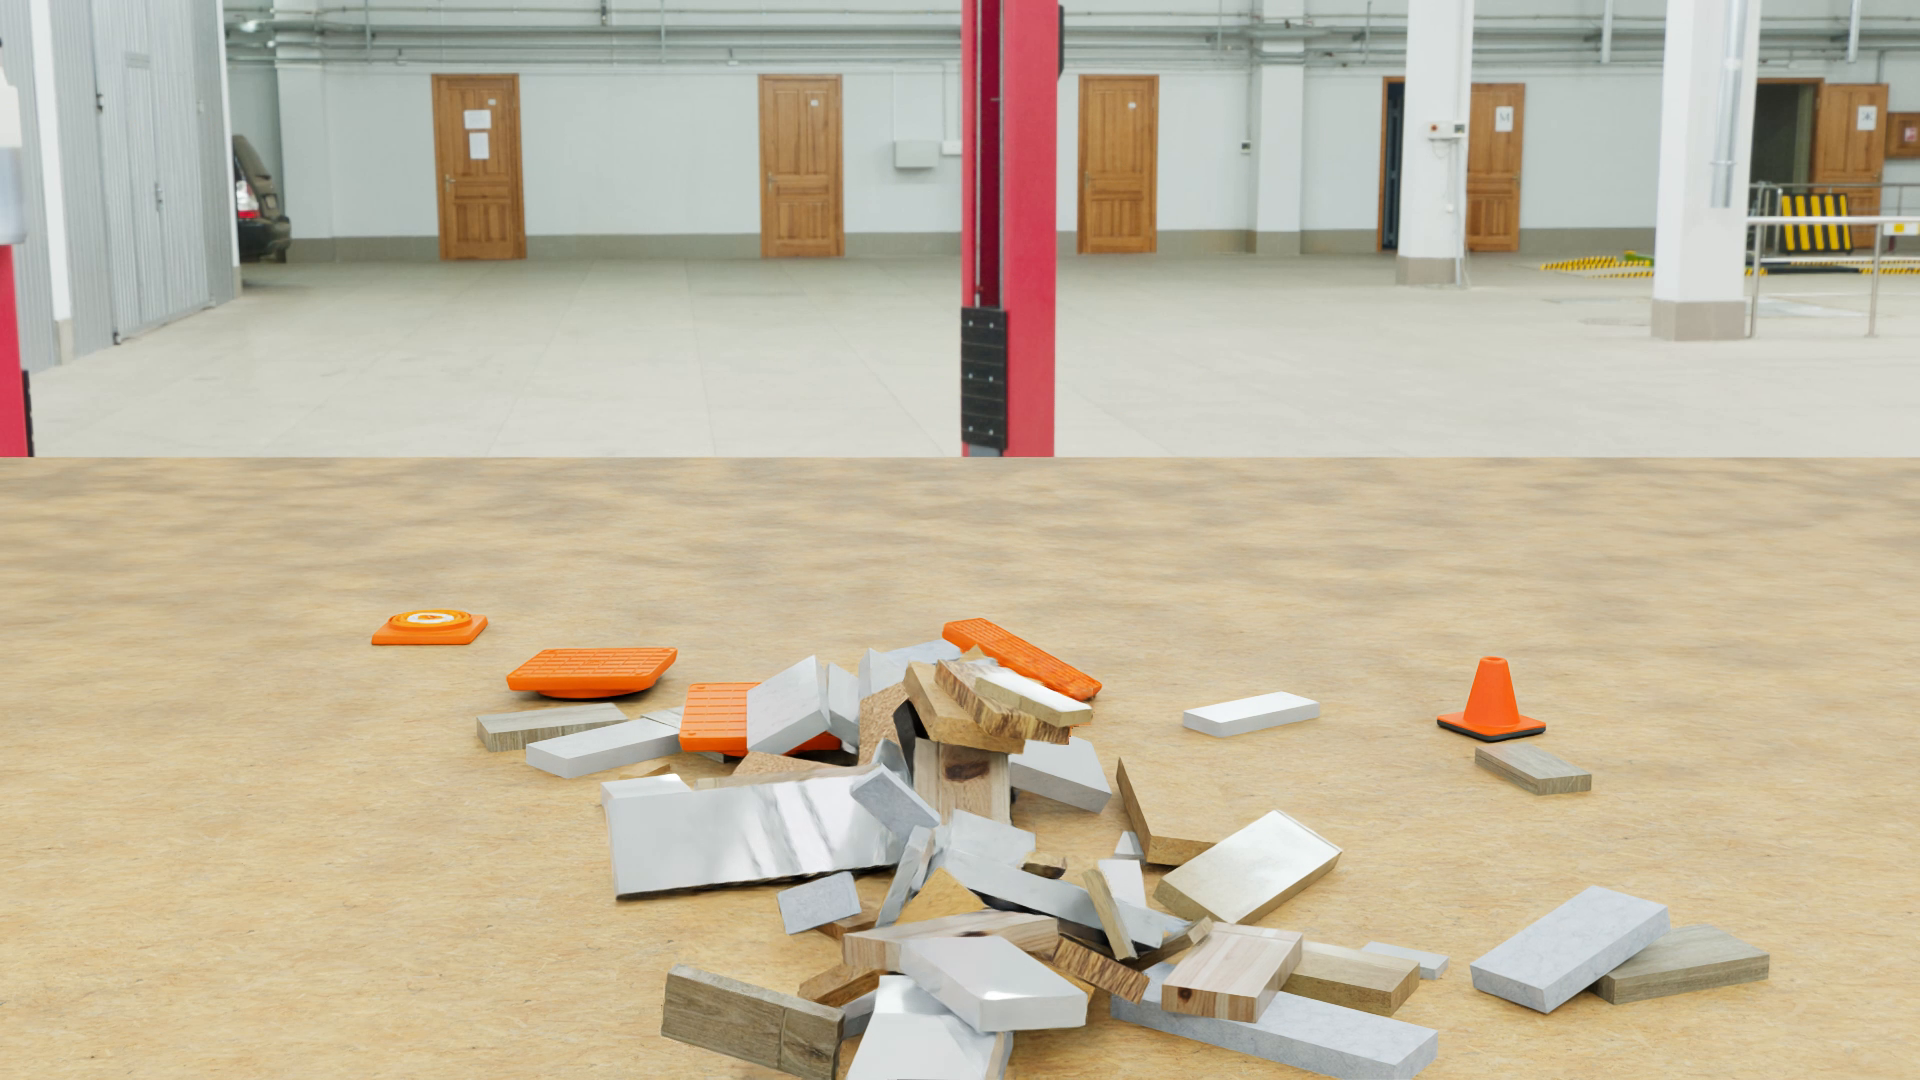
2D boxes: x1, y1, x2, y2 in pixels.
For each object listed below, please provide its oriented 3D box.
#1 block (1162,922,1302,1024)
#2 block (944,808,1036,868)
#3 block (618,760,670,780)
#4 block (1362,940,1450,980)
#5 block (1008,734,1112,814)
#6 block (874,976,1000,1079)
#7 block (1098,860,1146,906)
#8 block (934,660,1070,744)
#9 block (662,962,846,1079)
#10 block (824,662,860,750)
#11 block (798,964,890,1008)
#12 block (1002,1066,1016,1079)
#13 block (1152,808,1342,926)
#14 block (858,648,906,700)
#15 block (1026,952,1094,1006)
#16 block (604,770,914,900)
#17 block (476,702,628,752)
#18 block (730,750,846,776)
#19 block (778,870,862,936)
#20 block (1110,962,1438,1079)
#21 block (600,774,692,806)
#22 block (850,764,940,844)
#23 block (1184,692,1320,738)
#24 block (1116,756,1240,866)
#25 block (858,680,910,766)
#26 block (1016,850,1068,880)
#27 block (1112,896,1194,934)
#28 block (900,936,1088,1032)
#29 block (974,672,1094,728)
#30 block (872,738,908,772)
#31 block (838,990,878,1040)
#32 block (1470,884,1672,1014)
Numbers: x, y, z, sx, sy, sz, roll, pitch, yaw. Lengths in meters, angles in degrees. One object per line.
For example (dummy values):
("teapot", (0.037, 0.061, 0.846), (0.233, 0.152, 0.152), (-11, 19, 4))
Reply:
("block", (0.396, 0.622, 3.177), (0.136, 0.039, 0.272), (4, 11, 22))
("block", (0.043, 0.536, 3.453), (0.140, 0.040, 0.280), (18, 26, -6))
("block", (-0.623, 0.457, 4.343), (0.052, 0.015, 0.104), (5, 12, 26))
("block", (0.674, 0.640, 3.349), (0.125, 0.018, 0.063), (6, 12, 30))
("block", (0.107, 0.395, 4.099), (0.340, 0.048, 0.170), (20, 23, -21))
("block", (-0.030, 0.600, 2.568), (0.150, 0.043, 0.301), (-2, 17, 4))
("block", (0.263, 0.583, 3.545), (0.069, 0.020, 0.313), (-1, 13, 2))
("block", (0.069, 0.275, 3.760), (0.140, 0.040, 0.280), (8, 12, -23))
("block", (-0.278, 0.649, 2.950), (0.245, 0.100, 0.028), (13, 21, 13))
("block", (-0.211, 0.342, 4.407), (0.148, 0.042, 0.296), (32, 11, -10))
("block", (-0.141, 0.613, 3.096), (0.186, 0.026, 0.093), (-27, 9, 6))
("block", (-0.027, 0.689, 2.518), (0.150, 0.043, 0.620), (-1, -2, 5))
("block", (0.482, 0.551, 3.637), (0.136, 0.039, 0.433), (32, 25, 25))
("block", (-0.129, 0.322, 4.498), (0.157, 0.044, 0.313), (32, 10, -10))
("block", (0.082, 0.595, 3.110), (0.131, 0.037, 0.394), (26, -7, -7))
("block", (-0.325, 0.497, 3.727), (0.532, 0.160, 0.045), (-4, -20, -18))
("block", (-0.855, 0.393, 4.618), (0.291, 0.041, 0.145), (-4, 11, -22))
("block", (-0.289, 0.472, 4.007), (0.313, 0.044, 0.157), (6, 38, 30))
("block", (-0.221, 0.569, 3.450), (0.136, 0.068, 0.019), (-22, -14, 29))
("block", (0.436, 0.678, 3.085), (0.440, 0.040, 0.140), (7, 13, 35))
("block", (-0.556, 0.498, 4.054), (0.145, 0.041, 0.291), (-4, 11, -22))
("block", (-0.100, 0.410, 3.400), (0.068, 0.136, 0.019), (-35, 27, 21))
("block", (0.628, 0.375, 4.736), (0.288, 0.033, 0.117), (-7, 13, -35))
("block", (0.397, 0.493, 3.997), (0.170, 0.048, 0.490), (7, 10, -4))
("block", (-0.110, 0.383, 4.145), (0.160, 0.045, 0.320), (-26, 30, 15))
("block", (0.119, 0.511, 3.375), (0.063, 0.018, 0.127), (12, -28, -7))
("block", (0.286, 0.582, 3.414), (0.188, 0.018, 0.063), (12, -4, 39))
("block", (0.035, 0.521, 2.594), (0.131, 0.037, 0.262), (2, 4, -21))
("block", (0.123, 0.267, 3.691), (0.183, 0.026, 0.091), (21, 14, 35))
("block", (-0.127, 0.452, 3.930), (0.091, 0.182, 0.026), (30, -40, -15))
("block", (-0.182, 0.678, 3.122), (0.093, 0.026, 0.186), (10, 14, 43))
("block", (0.909, 0.605, 3.271), (0.280, 0.040, 0.140), (-23, 18, -30))
